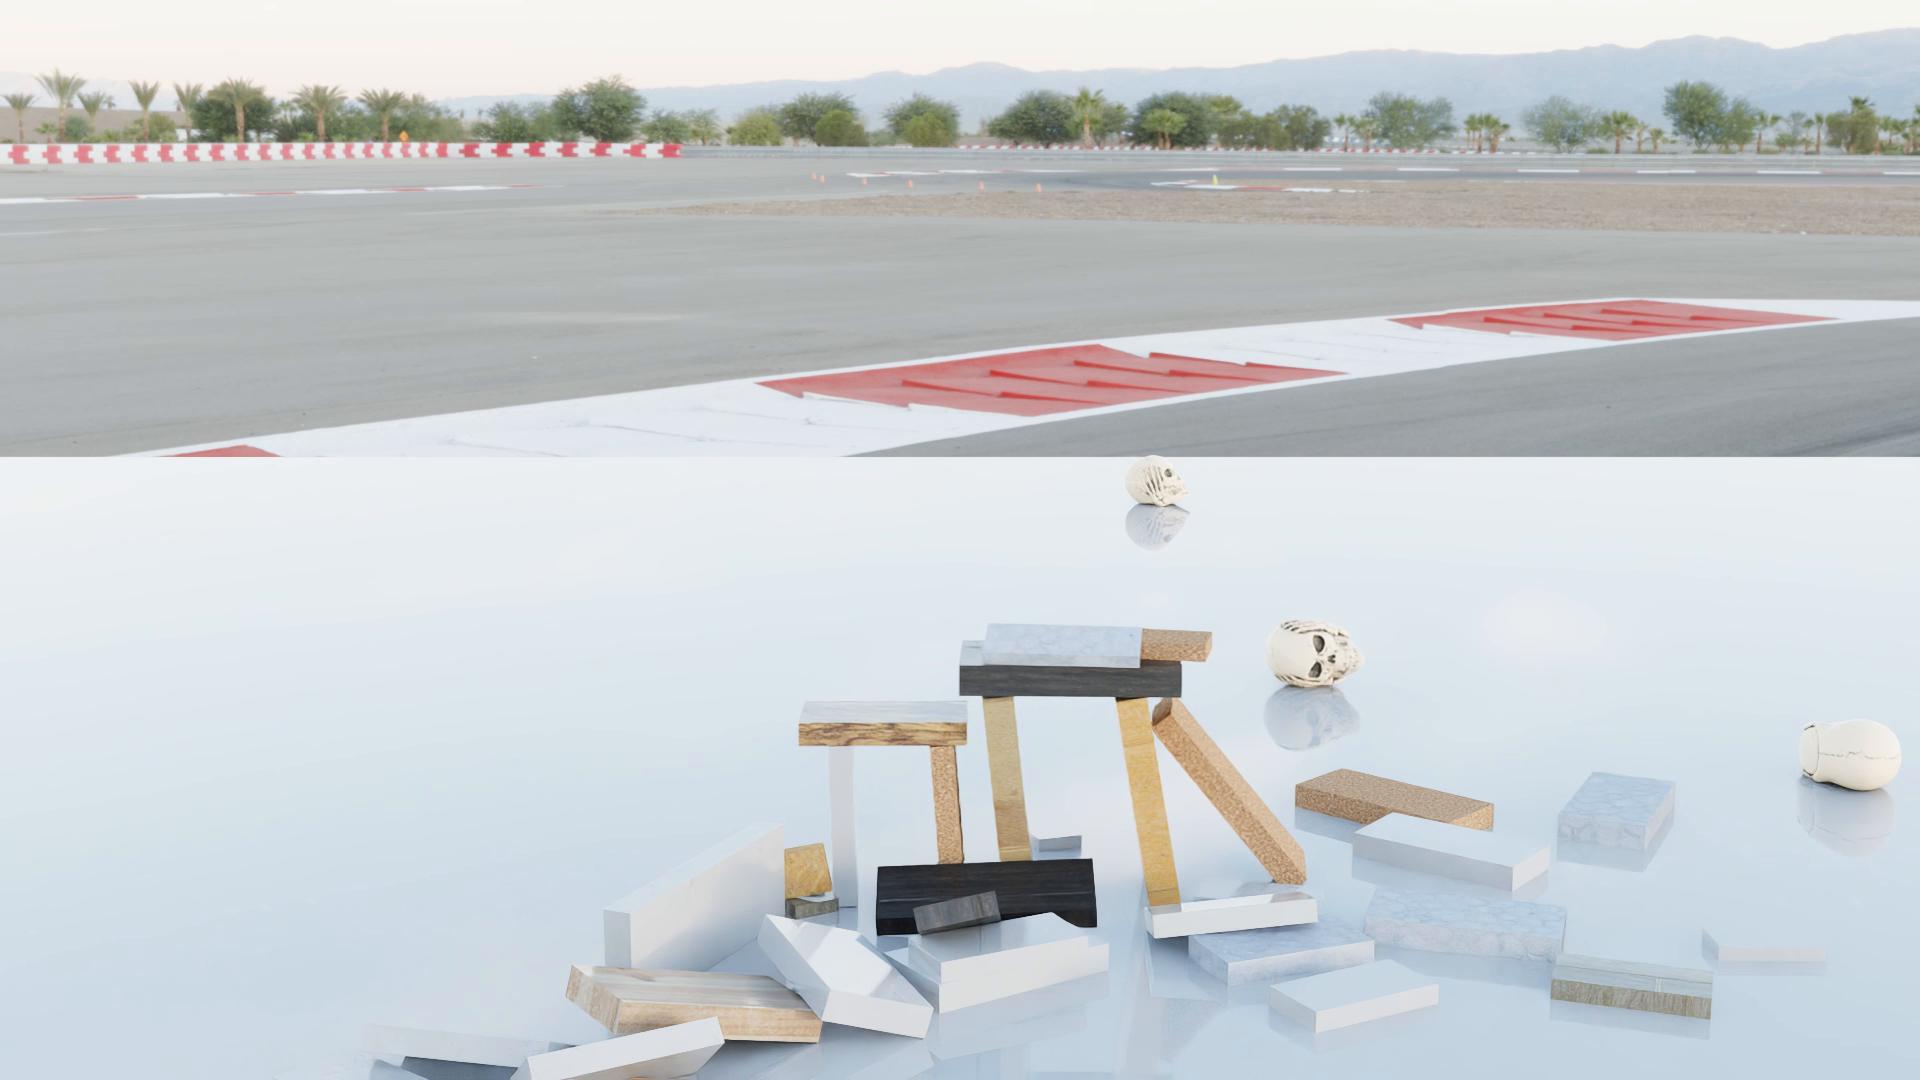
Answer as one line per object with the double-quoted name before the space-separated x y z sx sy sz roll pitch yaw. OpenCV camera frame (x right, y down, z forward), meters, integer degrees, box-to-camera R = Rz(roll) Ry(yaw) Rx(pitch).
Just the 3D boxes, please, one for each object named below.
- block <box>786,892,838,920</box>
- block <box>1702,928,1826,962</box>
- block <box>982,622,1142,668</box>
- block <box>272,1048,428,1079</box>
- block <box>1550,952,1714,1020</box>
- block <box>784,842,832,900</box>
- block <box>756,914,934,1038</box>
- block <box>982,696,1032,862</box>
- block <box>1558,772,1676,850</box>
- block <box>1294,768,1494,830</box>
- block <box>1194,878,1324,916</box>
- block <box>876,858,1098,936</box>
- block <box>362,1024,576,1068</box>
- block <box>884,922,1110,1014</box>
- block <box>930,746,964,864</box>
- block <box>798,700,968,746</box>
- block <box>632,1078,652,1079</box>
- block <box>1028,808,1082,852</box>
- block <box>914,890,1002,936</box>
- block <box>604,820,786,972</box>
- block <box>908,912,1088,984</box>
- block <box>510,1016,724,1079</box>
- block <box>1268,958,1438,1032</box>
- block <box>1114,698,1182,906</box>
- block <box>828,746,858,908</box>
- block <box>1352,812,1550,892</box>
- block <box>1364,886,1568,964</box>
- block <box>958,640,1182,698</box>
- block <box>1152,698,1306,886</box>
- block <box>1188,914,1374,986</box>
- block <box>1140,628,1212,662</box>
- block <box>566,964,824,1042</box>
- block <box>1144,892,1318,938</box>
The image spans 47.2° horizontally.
"block" -0.271 0.586 3.631 0.078 0.022 0.157 -6 12 -30
"block" 1.245 0.627 3.407 0.163 0.023 0.081 0 11 1
"block" 0.166 0.169 3.541 0.250 0.023 0.081 1 33 8
"block" -0.767 0.724 2.852 0.243 0.034 0.121 8 13 38
"block" 0.989 0.655 3.234 0.222 0.031 0.111 4 11 20
"block" -0.292 0.545 3.575 0.157 0.078 0.022 -10 17 1
"block" -0.171 0.631 3.195 0.159 0.045 0.319 16 4 -23
"block" 0.081 0.412 3.643 0.050 0.356 0.178 -6 10 2
"block" 1.214 0.496 4.057 0.153 0.043 0.306 5 12 27
"block" 0.803 0.492 4.078 0.332 0.043 0.153 10 14 43
"block" 0.489 0.589 3.597 0.199 0.028 0.099 3 11 15
"block" 0.041 0.570 3.516 0.348 0.036 0.126 -2 32 1
"block" -0.648 0.680 2.938 0.259 0.037 0.130 2 -15 13
"block" 0.056 0.635 3.310 0.306 0.043 0.153 -7 13 -33
"block" -0.020 0.455 3.645 0.039 0.273 0.136 -4 11 1
"block" -0.124 0.301 3.617 0.273 0.039 0.136 0 11 0
"block" -0.389 0.743 2.749 0.121 0.034 0.243 2 11 10
"block" 0.151 0.523 3.967 0.081 0.023 0.163 -4 11 -19
"block" 0.000 0.571 3.322 0.121 0.034 0.265 -12 -14 -1
"block" -0.396 0.569 3.345 0.045 0.159 0.451 5 12 24
"block" 0.057 0.604 3.268 0.243 0.031 0.111 -5 12 -26
"block" -0.450 0.684 2.862 0.259 0.037 0.130 -6 -27 -30
"block" 0.573 0.661 3.198 0.222 0.031 0.111 -6 12 -28
"block" 0.307 0.413 3.638 0.050 0.356 0.178 -10 10 3
"block" -0.193 0.455 3.645 0.039 0.273 0.136 -2 11 -2
"block" 0.852 0.540 3.824 0.299 0.042 0.149 8 13 37
"block" 0.797 0.606 3.467 0.299 0.042 0.149 3 11 18
"block" 0.179 0.210 3.606 0.356 0.050 0.178 0 11 2
"block" 0.455 0.426 3.720 0.042 0.360 0.149 -39 4 12
"block" 0.492 0.627 3.372 0.253 0.036 0.126 -4 11 -21
"block" 0.309 0.170 3.606 0.199 0.028 0.099 2 11 13
"block" -0.365 0.641 3.040 0.319 0.045 0.159 12 2 -36
"block" 0.422 0.586 3.444 0.253 0.036 0.126 -6 -4 -2
